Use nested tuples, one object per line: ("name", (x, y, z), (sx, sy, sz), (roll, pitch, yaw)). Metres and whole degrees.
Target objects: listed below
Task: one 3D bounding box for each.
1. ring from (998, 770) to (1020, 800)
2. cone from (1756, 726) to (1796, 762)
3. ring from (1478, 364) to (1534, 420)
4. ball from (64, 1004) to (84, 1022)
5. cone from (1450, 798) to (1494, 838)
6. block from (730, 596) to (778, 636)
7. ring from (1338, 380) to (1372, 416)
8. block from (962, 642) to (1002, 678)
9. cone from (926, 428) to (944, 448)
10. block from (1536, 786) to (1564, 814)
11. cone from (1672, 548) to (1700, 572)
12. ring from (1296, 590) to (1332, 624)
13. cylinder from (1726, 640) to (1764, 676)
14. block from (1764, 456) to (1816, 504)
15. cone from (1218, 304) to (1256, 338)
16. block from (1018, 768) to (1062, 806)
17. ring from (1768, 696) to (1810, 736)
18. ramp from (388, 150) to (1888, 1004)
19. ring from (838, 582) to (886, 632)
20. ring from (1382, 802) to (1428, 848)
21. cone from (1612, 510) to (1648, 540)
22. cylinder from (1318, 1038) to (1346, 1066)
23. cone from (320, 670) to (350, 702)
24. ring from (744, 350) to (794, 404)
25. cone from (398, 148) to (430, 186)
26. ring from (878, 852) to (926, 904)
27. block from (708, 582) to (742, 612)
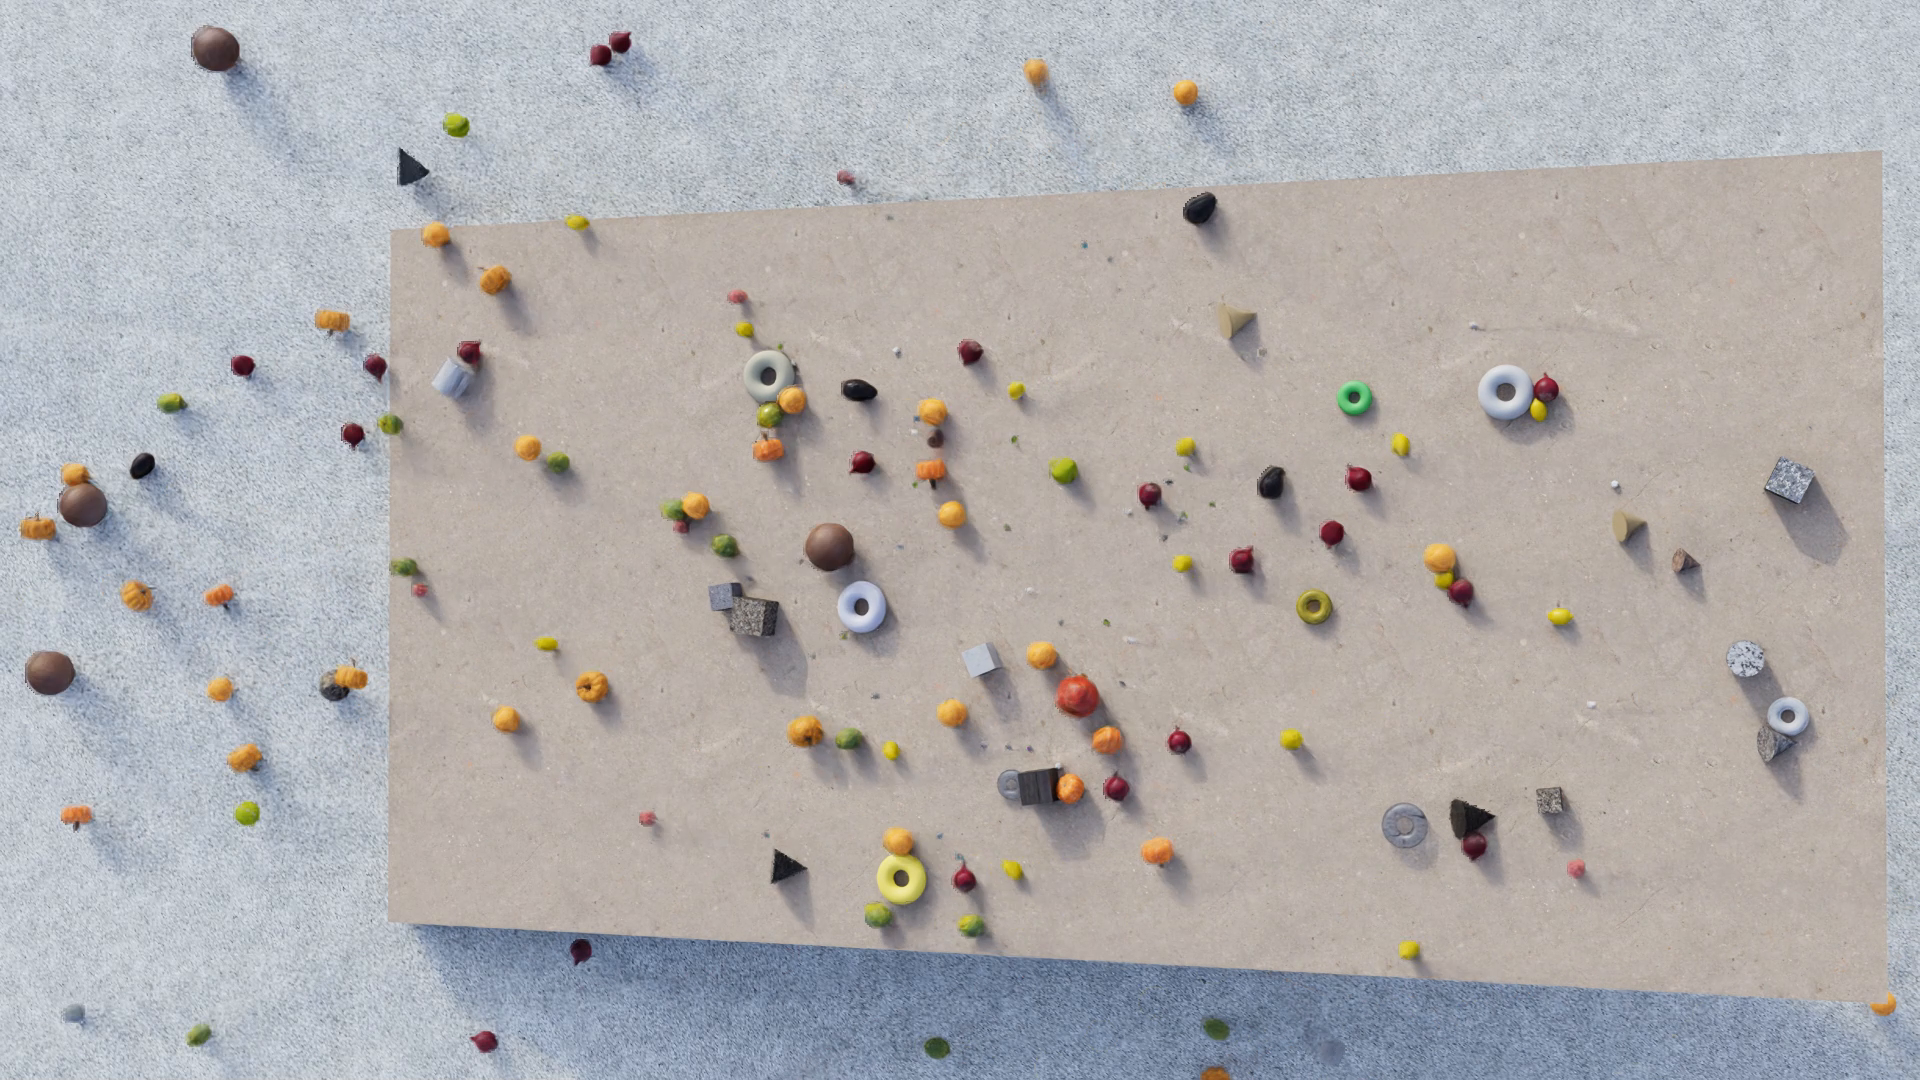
("ring", (0.136, 0.642, 5.770), (0.081, 0.027, 0.081), (-1, 88, 18))
("cone", (1.943, 0.480, 5.199), (0.082, 0.082, 0.082), (-2, 89, -9))
("ring", (1.340, -0.363, 5.396), (0.136, 0.045, 0.136), (0, 90, 19))
("ball", (-2.579, 1.376, 6.402), (0.054, 0.054, 0.054), (0, 89, 0))
("cone", (1.270, 0.682, 5.403), (0.098, 0.098, 0.098), (-2, 89, -9))
("block", (-0.558, 0.207, 5.959), (0.094, 0.094, 0.094), (8, 92, 17))
("ring", (0.989, -0.357, 5.515), (0.087, 0.029, 0.087), (0, 90, 17))
("block", (0.058, 0.315, 5.776), (0.071, 0.071, 0.071), (-24, 82, 16))
("cone", (-0.074, -0.271, 5.835), (0.052, 0.052, 0.052), (0, 89, 17))
("block", (1.433, 0.633, 5.346), (0.056, 0.056, 0.056), (-7, 87, 17))
("cone", (1.749, 0.054, 5.271), (0.060, 0.060, 0.060), (12, 89, -9))
("ring", (0.892, 0.169, 5.537), (0.091, 0.030, 0.091), (0, 90, 17))
("cylinder", (1.858, 0.280, 5.204), (0.083, 0.083, 0.083), (0, 89, 17))
("block", (1.953, -0.140, 5.180), (0.083, 0.083, 0.083), (27, 97, 16))
("cone", (0.715, -0.568, 5.598), (0.090, 0.090, 0.090), (-16, 89, -10))
("block", (0.207, 0.641, 5.717), (0.084, 0.084, 0.084), (-9, 87, 17))
("ring", (1.957, 0.417, 5.198), (0.093, 0.031, 0.093), (0, 89, 19))
("ramp", (0.274, 0.094, 5.800), (4.000, 0.100, 2.000), (0, 89, 17))
("ring", (-0.263, 0.180, 5.891), (0.139, 0.046, 0.139), (-1, 88, 21))
("ring", (1.104, 0.708, 5.459), (0.115, 0.038, 0.115), (-1, 88, 18))
("cone", (1.627, -0.039, 5.307), (0.074, 0.074, 0.074), (-5, 89, -9))
("cylinder", (1.081, 1.489, 6.398), (0.060, 0.060, 0.060), (27, 89, 0))
("cone", (-1.831, 0.426, 6.397), (0.092, 0.092, 0.092), (0, 89, 0))
("ring", (-0.520, -0.444, 5.980), (0.146, 0.049, 0.146), (0, 90, 16))
("cone", (-1.609, -1.098, 6.397), (0.098, 0.098, 0.098), (-22, 114, 0))
("ring", (-0.155, 0.900, 5.848), (0.137, 0.046, 0.137), (-1, 88, 17))
("block", (-0.638, 0.155, 5.999), (0.067, 0.067, 0.067), (-10, 86, 17))
